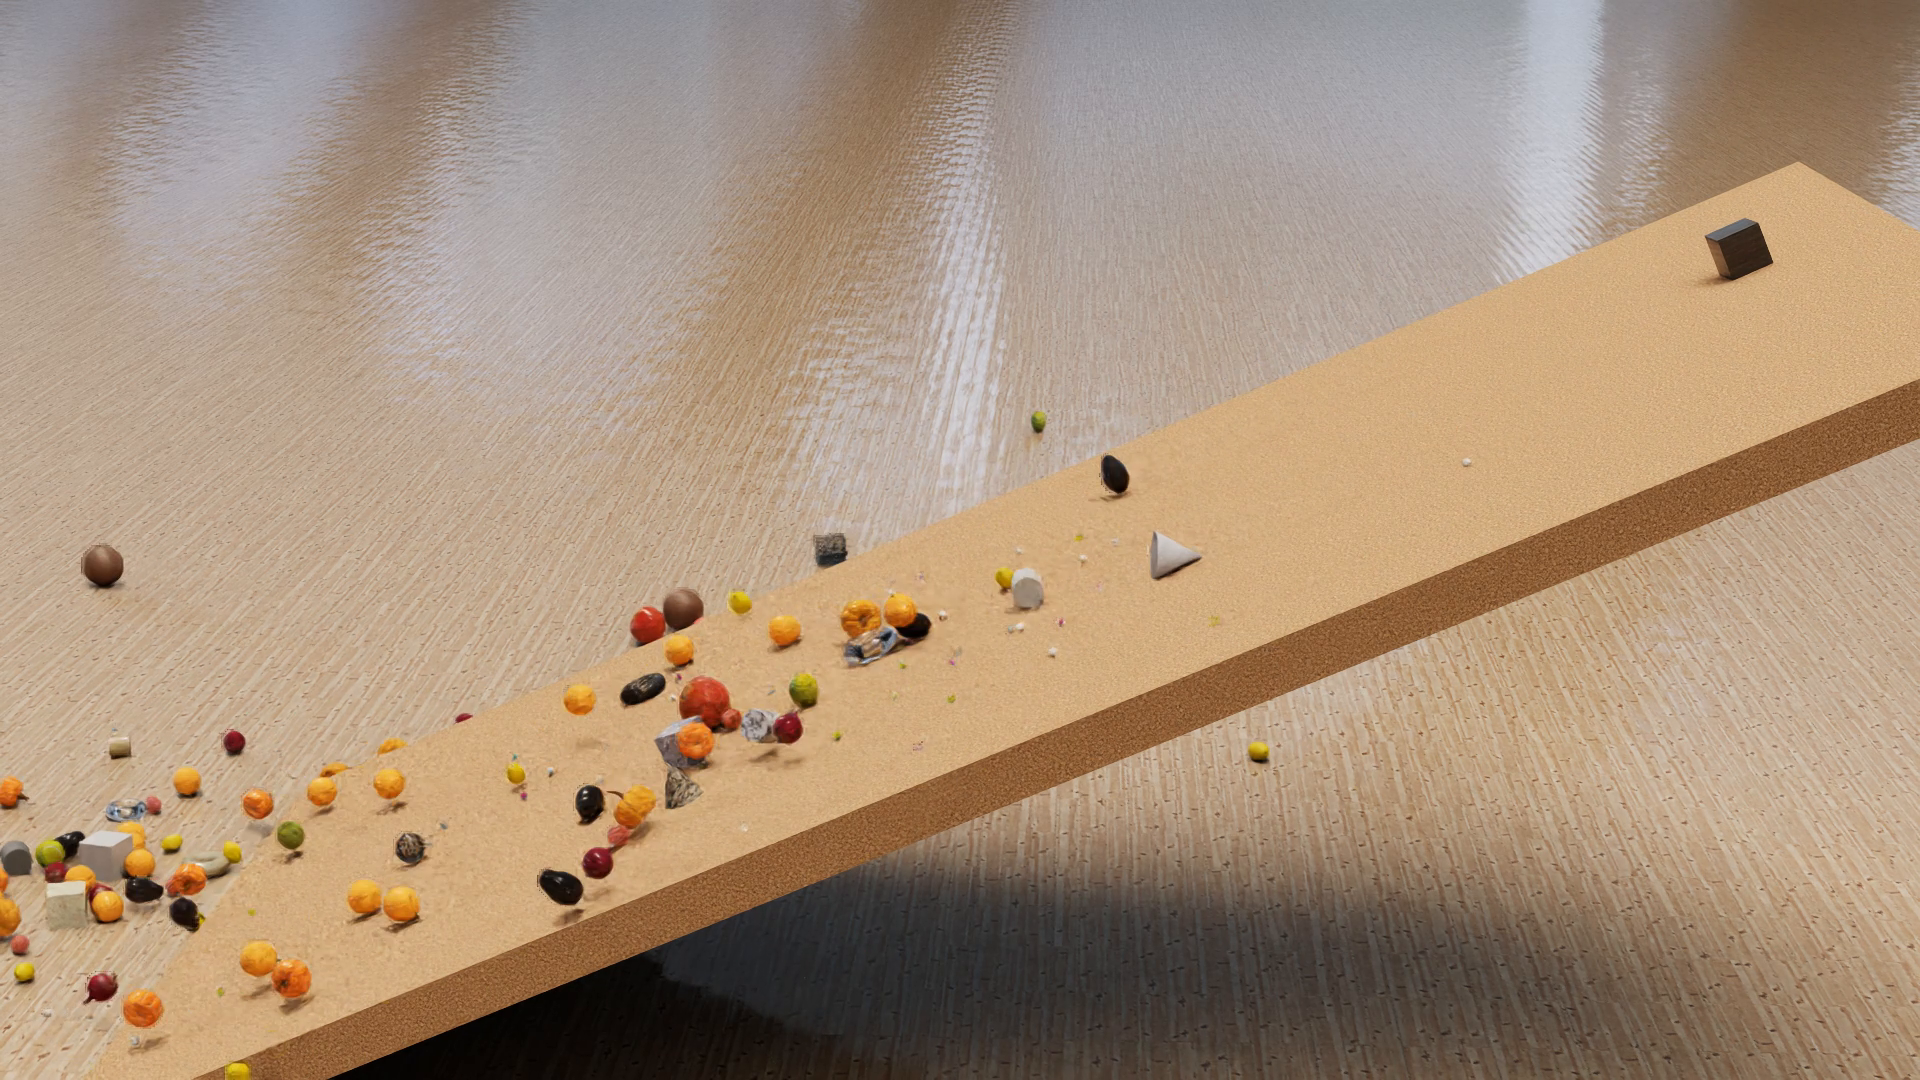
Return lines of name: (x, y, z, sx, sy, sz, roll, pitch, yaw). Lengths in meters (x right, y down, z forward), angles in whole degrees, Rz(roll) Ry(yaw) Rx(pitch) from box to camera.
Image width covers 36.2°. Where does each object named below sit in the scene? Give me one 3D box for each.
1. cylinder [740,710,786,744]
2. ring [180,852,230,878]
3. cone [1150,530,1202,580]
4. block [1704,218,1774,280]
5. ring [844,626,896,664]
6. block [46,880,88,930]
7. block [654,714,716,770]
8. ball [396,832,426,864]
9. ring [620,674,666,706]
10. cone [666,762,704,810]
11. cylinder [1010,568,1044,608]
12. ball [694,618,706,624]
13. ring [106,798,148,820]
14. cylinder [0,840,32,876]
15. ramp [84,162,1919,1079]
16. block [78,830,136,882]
cylinder: (-0.398, 0.376, 5.927, 0.065, 0.065, 0.065, 9, -1, 32)
ring: (-1.845, 0.794, 7.193, 0.120, 0.040, 0.120, 0, 14, 0)
cone: (0.442, 0.032, 5.939, 0.100, 0.100, 0.100, 2, 15, -4)
block: (1.648, -0.615, 6.224, 0.093, 0.093, 0.093, -24, 13, 2)
ring: (-0.193, 0.228, 6.329, 0.126, 0.042, 0.126, -25, 13, 6)
block: (-2.088, 0.854, 6.881, 0.084, 0.084, 0.084, -4, 15, -15)
block: (-0.576, 0.425, 6.152, 0.078, 0.078, 0.078, -18, 14, 27)
ball: (-1.183, 0.664, 6.337, 0.066, 0.066, 0.066, 0, 15, 0)
ring: (-0.739, 0.348, 6.861, 0.116, 0.039, 0.116, -23, 14, 6)
cone: (-0.569, 0.482, 5.892, 0.085, 0.085, 0.085, -23, 13, 6)
cylinder: (0.141, 0.100, 6.156, 0.066, 0.066, 0.066, -1, 17, -3)
ball: (-0.798, 0.271, 9.109, 0.060, 0.060, 0.060, 0, 15, 0)
ring: (-2.147, 0.695, 7.576, 0.104, 0.035, 0.104, 1, 15, 0)
cylinder: (-2.309, 0.778, 7.195, 0.069, 0.069, 0.069, -6, 16, -23)
ramp: (0.131, 0.170, 6.285, 4.000, 0.100, 2.000, -23, 13, 8)
block: (-2.081, 0.771, 7.176, 0.092, 0.092, 0.092, 5, 16, 17)
